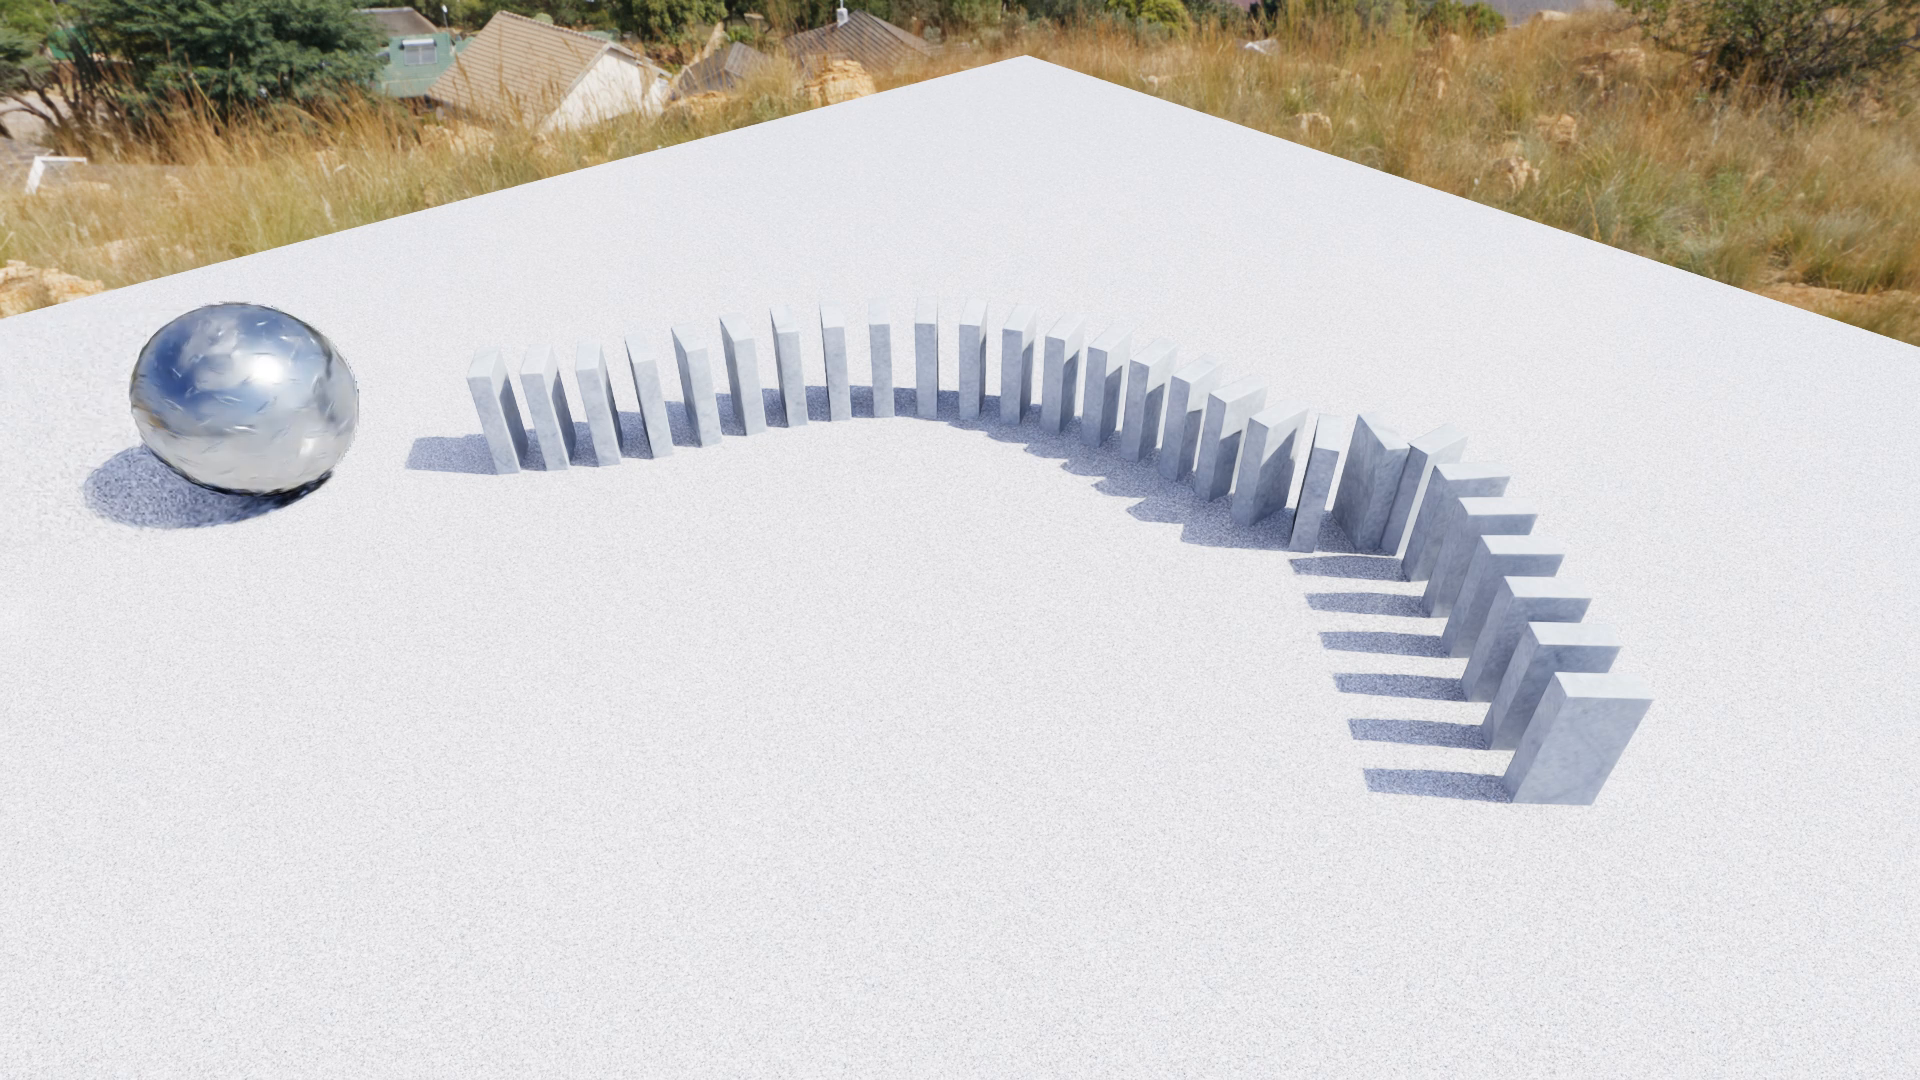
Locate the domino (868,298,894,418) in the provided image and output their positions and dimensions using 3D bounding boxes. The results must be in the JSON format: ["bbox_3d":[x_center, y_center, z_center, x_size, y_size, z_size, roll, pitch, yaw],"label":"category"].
[{"bbox_3d":[-0.037,-0.085,0.515,0.010,0.050,0.025,-3,39,-3],"label":"domino"}]

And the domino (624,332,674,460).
[{"bbox_3d":[-0.138,-0.064,0.490,0.010,0.050,0.025,-14,41,-17],"label":"domino"}]

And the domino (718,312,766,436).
[{"bbox_3d":[-0.099,-0.076,0.504,0.010,0.050,0.025,-16,42,-18],"label":"domino"}]

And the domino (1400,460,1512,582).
[{"bbox_3d":[0.188,-0.006,0.419,0.025,0.050,0.009,-4,39,-5],"label":"domino"}]

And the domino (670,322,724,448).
[{"bbox_3d":[-0.119,-0.070,0.497,0.010,0.050,0.025,-17,42,-20],"label":"domino"}]

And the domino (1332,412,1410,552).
[{"bbox_3d":[0.163,-0.023,0.440,0.009,0.050,0.025,-6,40,-7],"label":"domino"}]

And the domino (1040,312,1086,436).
[{"bbox_3d":[0.047,-0.076,0.504,0.010,0.050,0.025,17,42,20],"label":"domino"}]

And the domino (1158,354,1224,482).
[{"bbox_3d":[0.100,-0.053,0.476,0.009,0.050,0.025,31,48,32],"label":"domino"}]

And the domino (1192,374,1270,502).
[{"bbox_3d":[0.114,-0.042,0.463,0.025,0.050,0.010,-24,45,-27],"label":"domino"}]

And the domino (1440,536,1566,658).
[{"bbox_3d":[0.190,0.021,0.386,0.025,0.050,0.010,0,39,0],"label":"domino"}]

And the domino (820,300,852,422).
[{"bbox_3d":[-0.058,-0.083,0.513,0.010,0.050,0.025,-6,40,-8],"label":"domino"}]

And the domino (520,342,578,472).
[{"bbox_3d":[-0.180,-0.058,0.482,0.009,0.050,0.025,-5,40,-6],"label":"domino"}]

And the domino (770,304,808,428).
[{"bbox_3d":[-0.079,-0.080,0.509,0.009,0.050,0.025,-10,40,-12],"label":"domino"}]

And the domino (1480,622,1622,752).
[{"bbox_3d":[0.188,0.048,0.353,0.025,0.050,0.010,1,39,2],"label":"domino"}]

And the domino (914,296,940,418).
[{"bbox_3d":[-0.015,-0.085,0.516,0.009,0.050,0.025,1,39,1],"label":"domino"}]

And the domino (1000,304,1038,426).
[{"bbox_3d":[0.027,-0.081,0.510,0.009,0.050,0.025,11,41,14],"label":"domino"}]

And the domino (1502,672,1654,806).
[{"bbox_3d":[0.188,0.062,0.336,0.025,0.050,0.009,1,39,2],"label":"domino"}]

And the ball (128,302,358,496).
[{"bbox_3d":[-0.297,-0.058,0.459,0.080,0.080,0.080,0,39,0],"label":"ball"}]

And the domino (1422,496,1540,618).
[{"bbox_3d":[0.189,0.007,0.403,0.025,0.050,0.009,-1,39,-1],"label":"domino"}]

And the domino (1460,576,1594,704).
[{"bbox_3d":[0.189,0.034,0.369,0.025,0.050,0.010,1,39,1],"label":"domino"}]

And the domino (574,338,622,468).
[{"bbox_3d":[-0.159,-0.060,0.485,0.009,0.050,0.025,-8,40,-9],"label":"domino"}]

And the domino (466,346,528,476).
[{"bbox_3d":[-0.201,-0.056,0.480,0.009,0.050,0.025,-6,40,-7],"label":"domino"}]

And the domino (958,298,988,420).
[{"bbox_3d":[0.006,-0.084,0.514,0.010,0.050,0.025,6,40,7],"label":"domino"}]

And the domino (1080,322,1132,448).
[{"bbox_3d":[0.066,-0.069,0.496,0.010,0.050,0.025,22,44,24],"label":"domino"}]

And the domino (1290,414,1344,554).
[{"bbox_3d":[0.142,-0.022,0.439,0.009,0.050,0.025,12,41,14],"label":"domino"}]

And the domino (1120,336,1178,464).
[{"bbox_3d":[0.083,-0.062,0.487,0.010,0.050,0.025,26,46,29],"label":"domino"}]

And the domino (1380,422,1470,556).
[{"bbox_3d":[0.183,-0.019,0.435,0.025,0.050,0.009,-23,45,-26],"label":"domino"}]

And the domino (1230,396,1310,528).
[{"bbox_3d":[0.126,-0.031,0.450,0.025,0.050,0.009,-26,46,-28],"label":"domino"}]
